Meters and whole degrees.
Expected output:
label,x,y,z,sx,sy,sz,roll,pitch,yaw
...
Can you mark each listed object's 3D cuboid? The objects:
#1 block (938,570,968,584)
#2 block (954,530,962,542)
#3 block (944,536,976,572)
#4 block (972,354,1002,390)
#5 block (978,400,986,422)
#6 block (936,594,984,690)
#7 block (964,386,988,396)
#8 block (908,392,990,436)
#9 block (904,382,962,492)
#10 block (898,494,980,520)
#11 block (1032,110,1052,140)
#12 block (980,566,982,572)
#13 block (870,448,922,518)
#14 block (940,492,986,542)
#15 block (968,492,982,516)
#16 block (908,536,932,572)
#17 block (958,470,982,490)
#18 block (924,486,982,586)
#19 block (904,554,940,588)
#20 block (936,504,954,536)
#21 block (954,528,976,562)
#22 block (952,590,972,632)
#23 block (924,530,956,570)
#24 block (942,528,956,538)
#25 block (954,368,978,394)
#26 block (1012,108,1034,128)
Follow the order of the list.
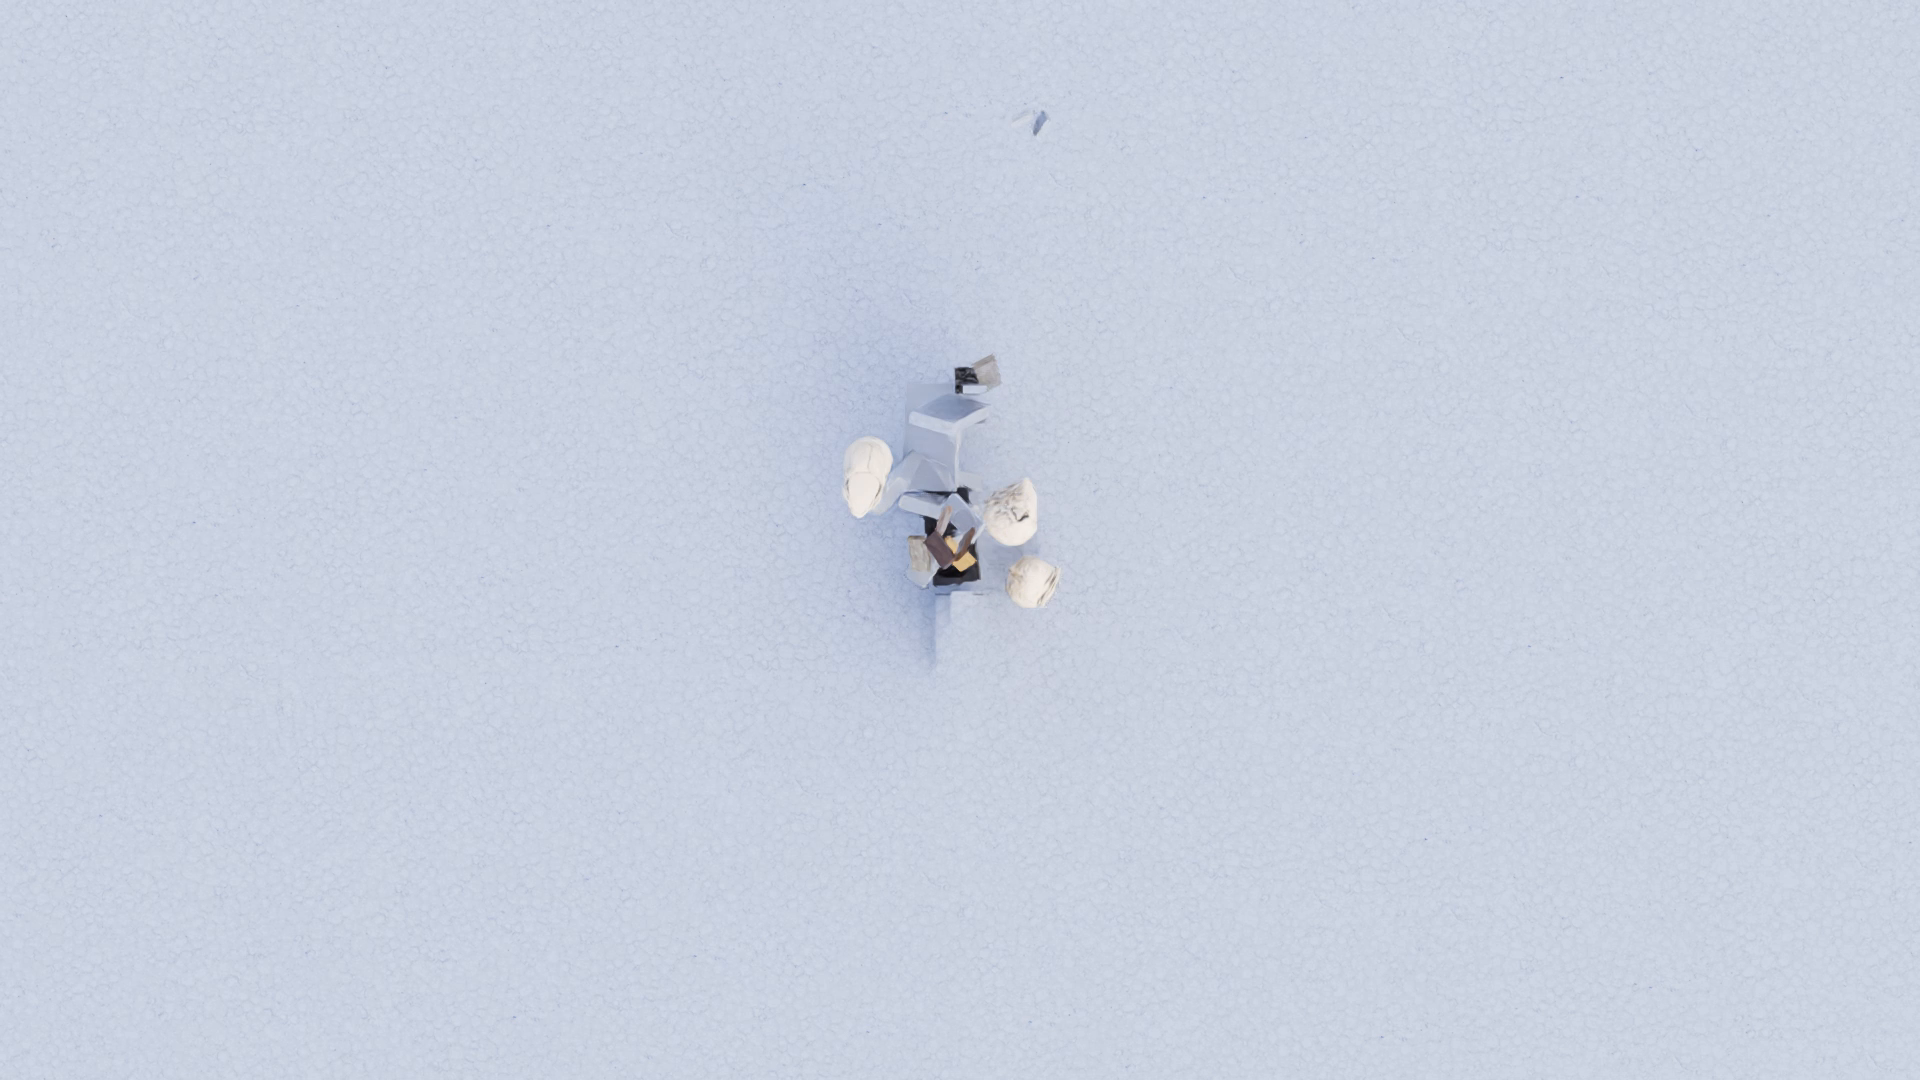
label,x,y,z,sx,sy,sz,roll,pitch,yaw
block,-0.022,0.114,5.076,0.073,0.147,0.021,4,98,8
block,-0.027,-0.011,5.066,0.073,0.147,0.021,1,98,14
block,-0.014,0.041,4.885,0.058,0.016,0.116,-33,118,30
block,0.080,-0.480,4.776,0.067,0.355,0.019,-26,83,2
block,-0.004,-0.415,5.332,0.168,0.336,0.048,0,90,0
block,-0.001,0.321,5.179,0.150,0.042,0.300,0,90,0
block,0.044,-0.435,4.795,0.068,0.136,0.019,-2,93,0
block,-0.030,-0.379,4.951,0.140,0.279,0.040,17,112,19
block,-0.087,-0.320,5.134,0.168,0.048,0.336,2,88,13
block,-0.061,-0.099,4.950,0.140,0.325,0.040,17,97,18
block,0.256,-1.298,5.164,0.019,0.136,0.068,28,112,-16
block,-0.019,0.090,5.344,0.148,0.295,0.042,-2,81,6
block,-0.191,-0.174,4.982,0.040,0.279,0.140,40,110,-8
block,0.009,-0.061,4.545,0.135,0.019,0.068,46,114,26
block,-0.007,-0.108,5.350,0.148,0.295,0.042,-8,84,1
block,-0.121,0.042,4.952,0.058,0.016,0.116,4,122,18
block,-0.047,-0.191,5.317,0.168,0.336,0.048,1,89,13
block,-0.028,-0.011,5.169,0.148,0.042,0.295,-9,91,8
block,-0.096,0.065,4.998,0.073,0.021,0.147,38,101,14
block,-0.047,-0.047,4.498,0.014,0.049,0.097,29,53,-15
block,0.012,0.012,4.466,0.014,0.049,0.097,33,48,-10
block,0.005,0.219,5.022,0.063,0.018,0.127,0,90,0
block,-0.053,0.027,4.418,0.049,0.014,0.097,-48,63,23
block,-0.053,0.000,4.915,0.058,0.116,0.016,31,55,7
block,0.019,-0.478,4.954,0.068,0.136,0.019,1,123,-3
block,0.197,-1.323,5.172,0.068,0.135,0.019,-27,108,13
